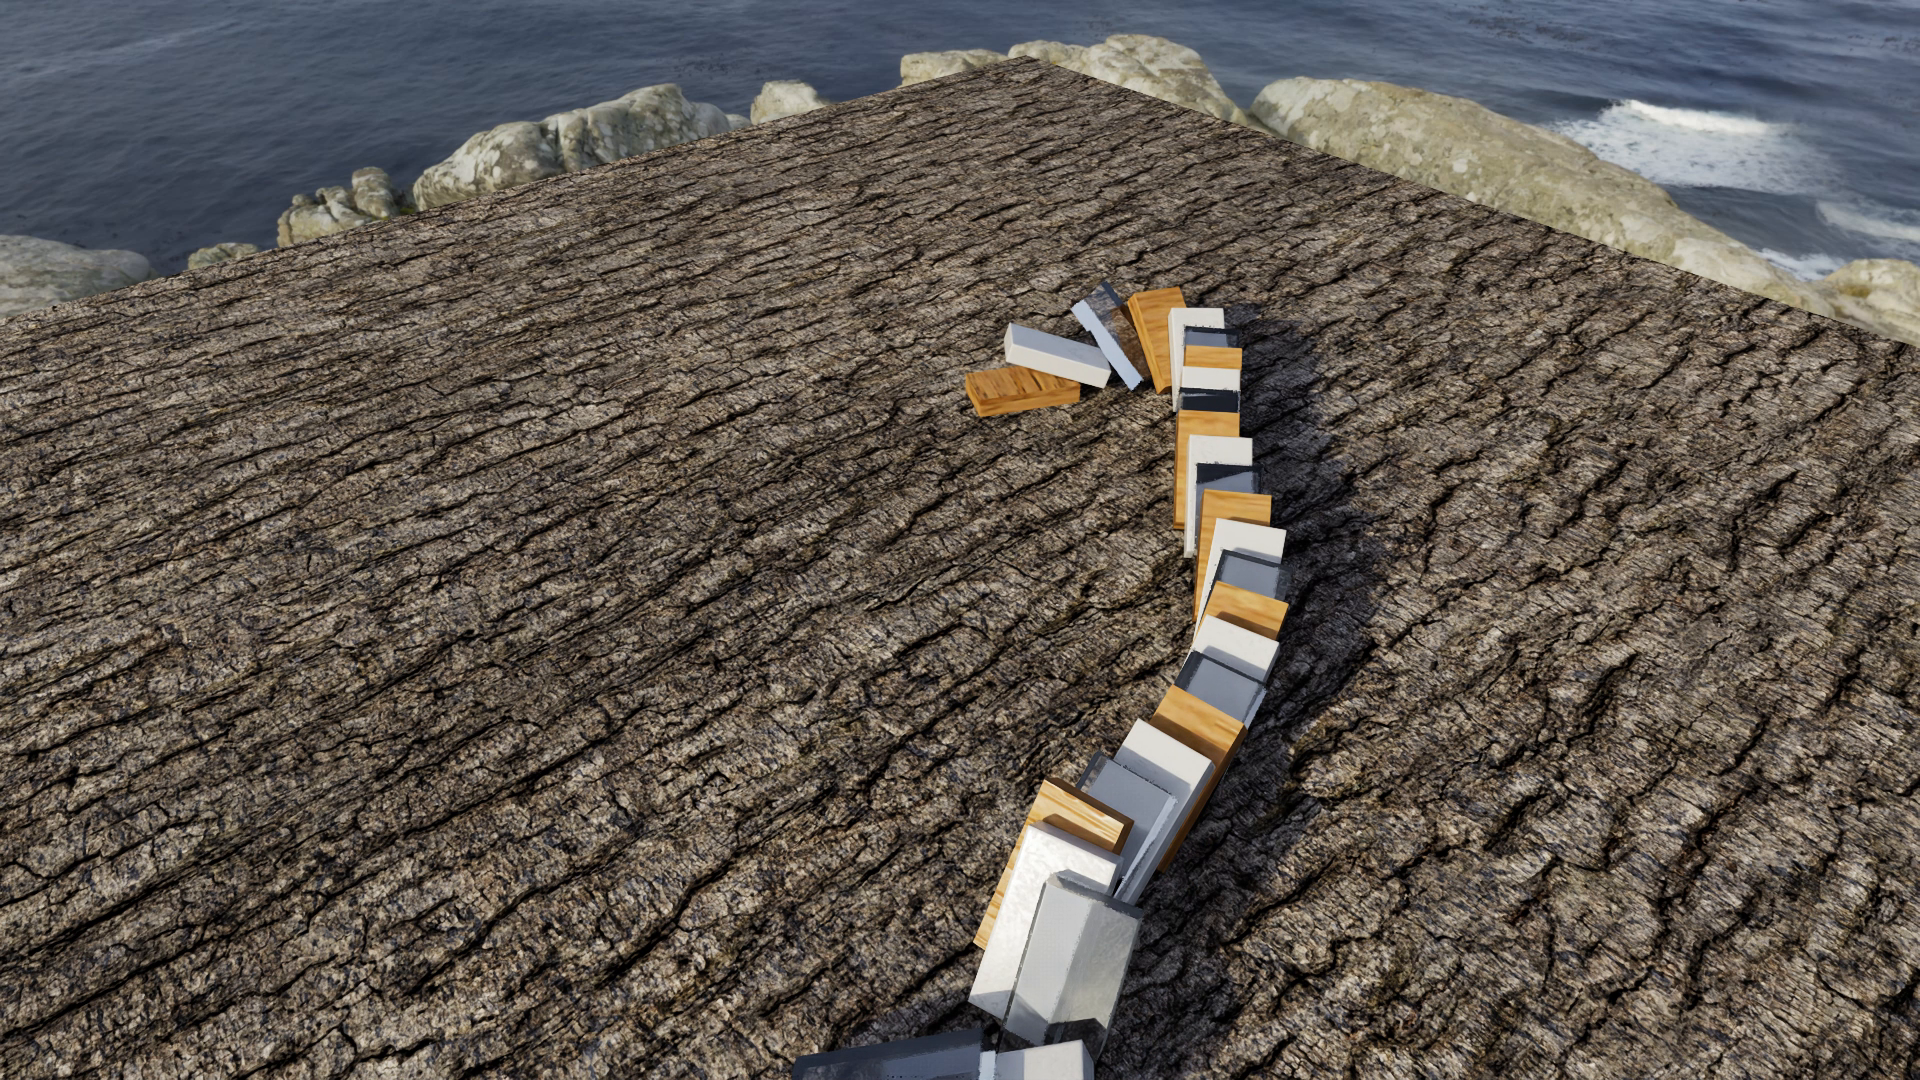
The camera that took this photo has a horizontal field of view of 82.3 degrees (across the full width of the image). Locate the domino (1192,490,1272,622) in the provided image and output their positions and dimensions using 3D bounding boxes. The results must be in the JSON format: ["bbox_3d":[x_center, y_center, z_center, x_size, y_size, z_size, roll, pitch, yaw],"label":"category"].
[{"bbox_3d":[0.103,0.007,0.415,0.025,0.009,0.050,6,72,7],"label":"domino"}]

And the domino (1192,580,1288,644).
[{"bbox_3d":[0.091,0.041,0.372,0.025,0.009,0.050,19,76,21],"label":"domino"}]

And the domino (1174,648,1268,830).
[{"bbox_3d":[0.074,0.063,0.347,0.025,0.010,0.050,25,78,27],"label":"domino"}]

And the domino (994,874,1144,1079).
[{"bbox_3d":[0.027,0.114,0.277,0.025,0.050,0.009,17,2,19],"label":"domino"}]

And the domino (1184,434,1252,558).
[{"bbox_3d":[0.104,-0.017,0.444,0.025,0.009,0.050,4,72,5],"label":"domino"}]

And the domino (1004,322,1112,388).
[{"bbox_3d":[0.047,-0.090,0.535,0.050,0.009,0.025,14,33,-10],"label":"domino"}]

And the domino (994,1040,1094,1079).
[{"bbox_3d":[0.007,0.137,0.261,0.050,0.009,0.025,-16,29,13],"label":"domino"}]

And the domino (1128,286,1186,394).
[{"bbox_3d":[0.103,-0.098,0.541,0.025,0.010,0.050,-12,78,-17],"label":"domino"}]

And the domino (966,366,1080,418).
[{"bbox_3d":[0.030,-0.074,0.534,0.050,0.010,0.025,-10,40,-12],"label":"domino"}]

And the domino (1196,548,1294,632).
[{"bbox_3d":[0.097,0.031,0.386,0.025,0.010,0.050,16,75,18],"label":"domino"}]

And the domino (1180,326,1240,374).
[{"bbox_3d":[0.116,-0.074,0.513,0.025,0.010,0.050,5,74,4],"label":"domino"}]

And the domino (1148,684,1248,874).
[{"bbox_3d":[0.063,0.072,0.335,0.025,0.009,0.050,28,80,30],"label":"domino"}]

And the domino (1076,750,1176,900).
[{"bbox_3d":[0.038,0.089,0.315,0.025,0.010,0.050,27,79,29],"label":"domino"}]

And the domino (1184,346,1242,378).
[{"bbox_3d":[0.114,-0.063,0.500,0.025,0.010,0.050,5,74,6],"label":"domino"}]

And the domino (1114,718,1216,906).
[{"bbox_3d":[0.051,0.081,0.325,0.025,0.010,0.050,28,79,30],"label":"domino"}]

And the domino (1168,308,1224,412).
[{"bbox_3d":[0.114,-0.086,0.527,0.025,0.010,0.050,0,74,-2],"label":"domino"}]

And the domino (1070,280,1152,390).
[{"bbox_3d":[0.078,-0.101,0.541,0.050,0.010,0.025,52,48,-9],"label":"domino"}]

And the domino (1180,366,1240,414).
[{"bbox_3d":[0.110,-0.051,0.486,0.025,0.010,0.050,4,72,5],"label":"domino"}]

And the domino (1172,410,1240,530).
[{"bbox_3d":[0.103,-0.029,0.459,0.025,0.009,0.050,4,72,5],"label":"domino"}]

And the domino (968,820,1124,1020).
[{"bbox_3d":[0.023,0.103,0.290,0.025,0.050,0.010,20,3,22],"label":"domino"}]

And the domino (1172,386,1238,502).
[{"bbox_3d":[0.105,-0.040,0.472,0.025,0.009,0.050,4,72,5],"label":"domino"}]

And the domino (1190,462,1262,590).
[{"bbox_3d":[0.104,-0.005,0.430,0.025,0.009,0.050,4,71,5],"label":"domino"}]

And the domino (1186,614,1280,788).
[{"bbox_3d":[0.083,0.052,0.359,0.025,0.010,0.050,22,77,25],"label":"domino"}]

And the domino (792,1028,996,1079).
[{"bbox_3d":[-0.017,0.134,0.263,0.050,0.010,0.025,-16,29,14],"label":"domino"}]

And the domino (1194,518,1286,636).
[{"bbox_3d":[0.101,0.019,0.400,0.025,0.010,0.050,11,74,13],"label":"domino"}]

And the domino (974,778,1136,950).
[{"bbox_3d":[0.026,0.094,0.302,0.025,0.050,0.009,25,5,27],"label":"domino"}]
